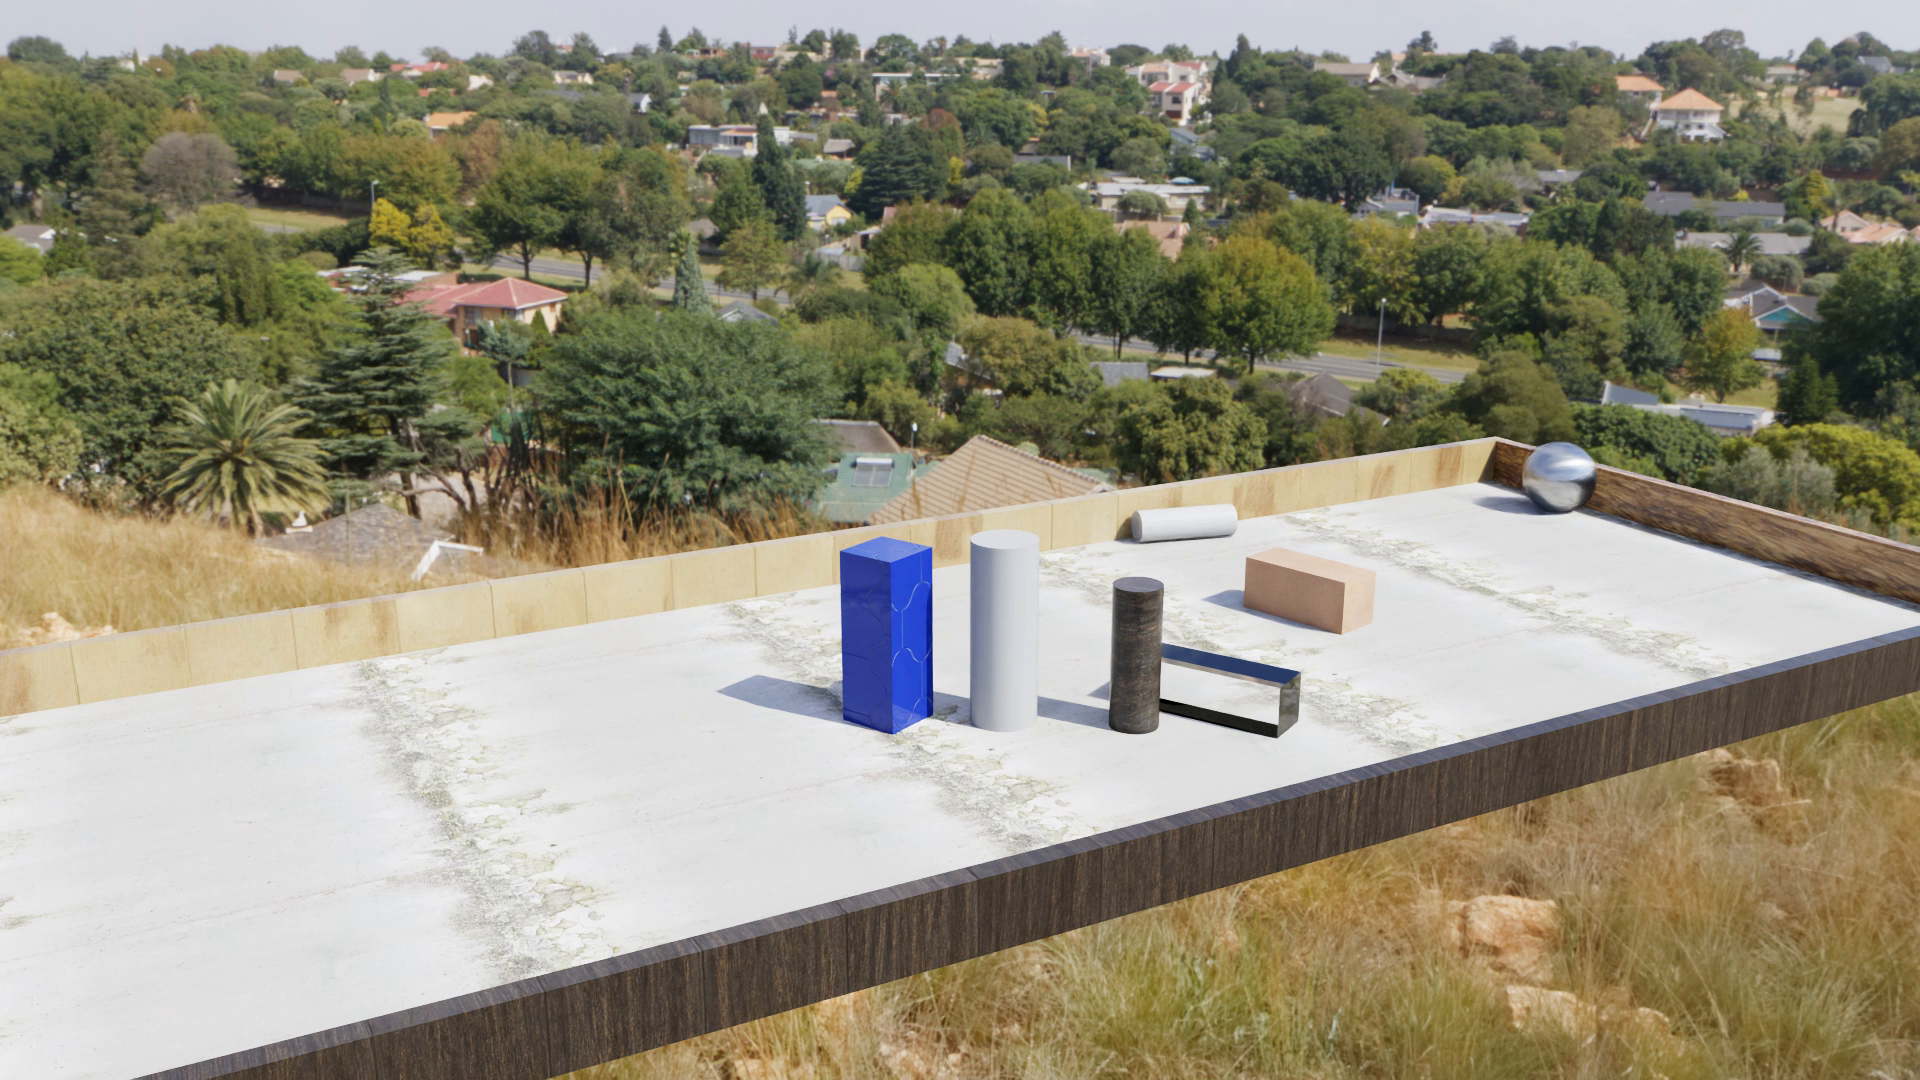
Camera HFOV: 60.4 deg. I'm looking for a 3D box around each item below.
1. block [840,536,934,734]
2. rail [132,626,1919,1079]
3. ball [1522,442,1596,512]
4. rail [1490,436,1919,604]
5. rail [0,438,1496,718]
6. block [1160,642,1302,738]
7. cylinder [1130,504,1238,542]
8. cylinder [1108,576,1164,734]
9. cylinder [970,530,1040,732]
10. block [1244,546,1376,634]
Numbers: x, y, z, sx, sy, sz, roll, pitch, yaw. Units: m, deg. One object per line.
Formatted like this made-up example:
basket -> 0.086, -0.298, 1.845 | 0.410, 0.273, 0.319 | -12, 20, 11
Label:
block -> -0.170, 0.221, 3.862 | 0.152, 0.417, 0.152 | 12, 20, 35
rail -> -2.336, 1.006, 1.665 | 12.000, 0.150, 0.050 | -9, 18, -27
ball -> 2.059, -0.219, 5.673 | 0.241, 0.241, 0.241 | 0, 16, 0
rail -> 2.466, -0.048, 5.253 | 0.050, 0.150, 2.100 | -9, 18, -27
rail -> -3.305, 0.497, 3.399 | 12.000, 0.150, 0.050 | -9, 18, -27
block -> 0.604, 0.353, 3.932 | 0.387, 0.125, 0.125 | 11, 19, 32
cylinder -> 0.729, -0.055, 5.359 | 0.329, 0.104, 0.104 | -4, 17, -15
cylinder -> 0.409, 0.268, 3.828 | 0.118, 0.347, 0.118 | 0, 16, 0
cylinder -> 0.103, 0.211, 3.847 | 0.160, 0.445, 0.160 | 0, 16, 0
block -> 0.976, 0.139, 4.620 | 0.149, 0.149, 0.330 | -15, 22, -41
